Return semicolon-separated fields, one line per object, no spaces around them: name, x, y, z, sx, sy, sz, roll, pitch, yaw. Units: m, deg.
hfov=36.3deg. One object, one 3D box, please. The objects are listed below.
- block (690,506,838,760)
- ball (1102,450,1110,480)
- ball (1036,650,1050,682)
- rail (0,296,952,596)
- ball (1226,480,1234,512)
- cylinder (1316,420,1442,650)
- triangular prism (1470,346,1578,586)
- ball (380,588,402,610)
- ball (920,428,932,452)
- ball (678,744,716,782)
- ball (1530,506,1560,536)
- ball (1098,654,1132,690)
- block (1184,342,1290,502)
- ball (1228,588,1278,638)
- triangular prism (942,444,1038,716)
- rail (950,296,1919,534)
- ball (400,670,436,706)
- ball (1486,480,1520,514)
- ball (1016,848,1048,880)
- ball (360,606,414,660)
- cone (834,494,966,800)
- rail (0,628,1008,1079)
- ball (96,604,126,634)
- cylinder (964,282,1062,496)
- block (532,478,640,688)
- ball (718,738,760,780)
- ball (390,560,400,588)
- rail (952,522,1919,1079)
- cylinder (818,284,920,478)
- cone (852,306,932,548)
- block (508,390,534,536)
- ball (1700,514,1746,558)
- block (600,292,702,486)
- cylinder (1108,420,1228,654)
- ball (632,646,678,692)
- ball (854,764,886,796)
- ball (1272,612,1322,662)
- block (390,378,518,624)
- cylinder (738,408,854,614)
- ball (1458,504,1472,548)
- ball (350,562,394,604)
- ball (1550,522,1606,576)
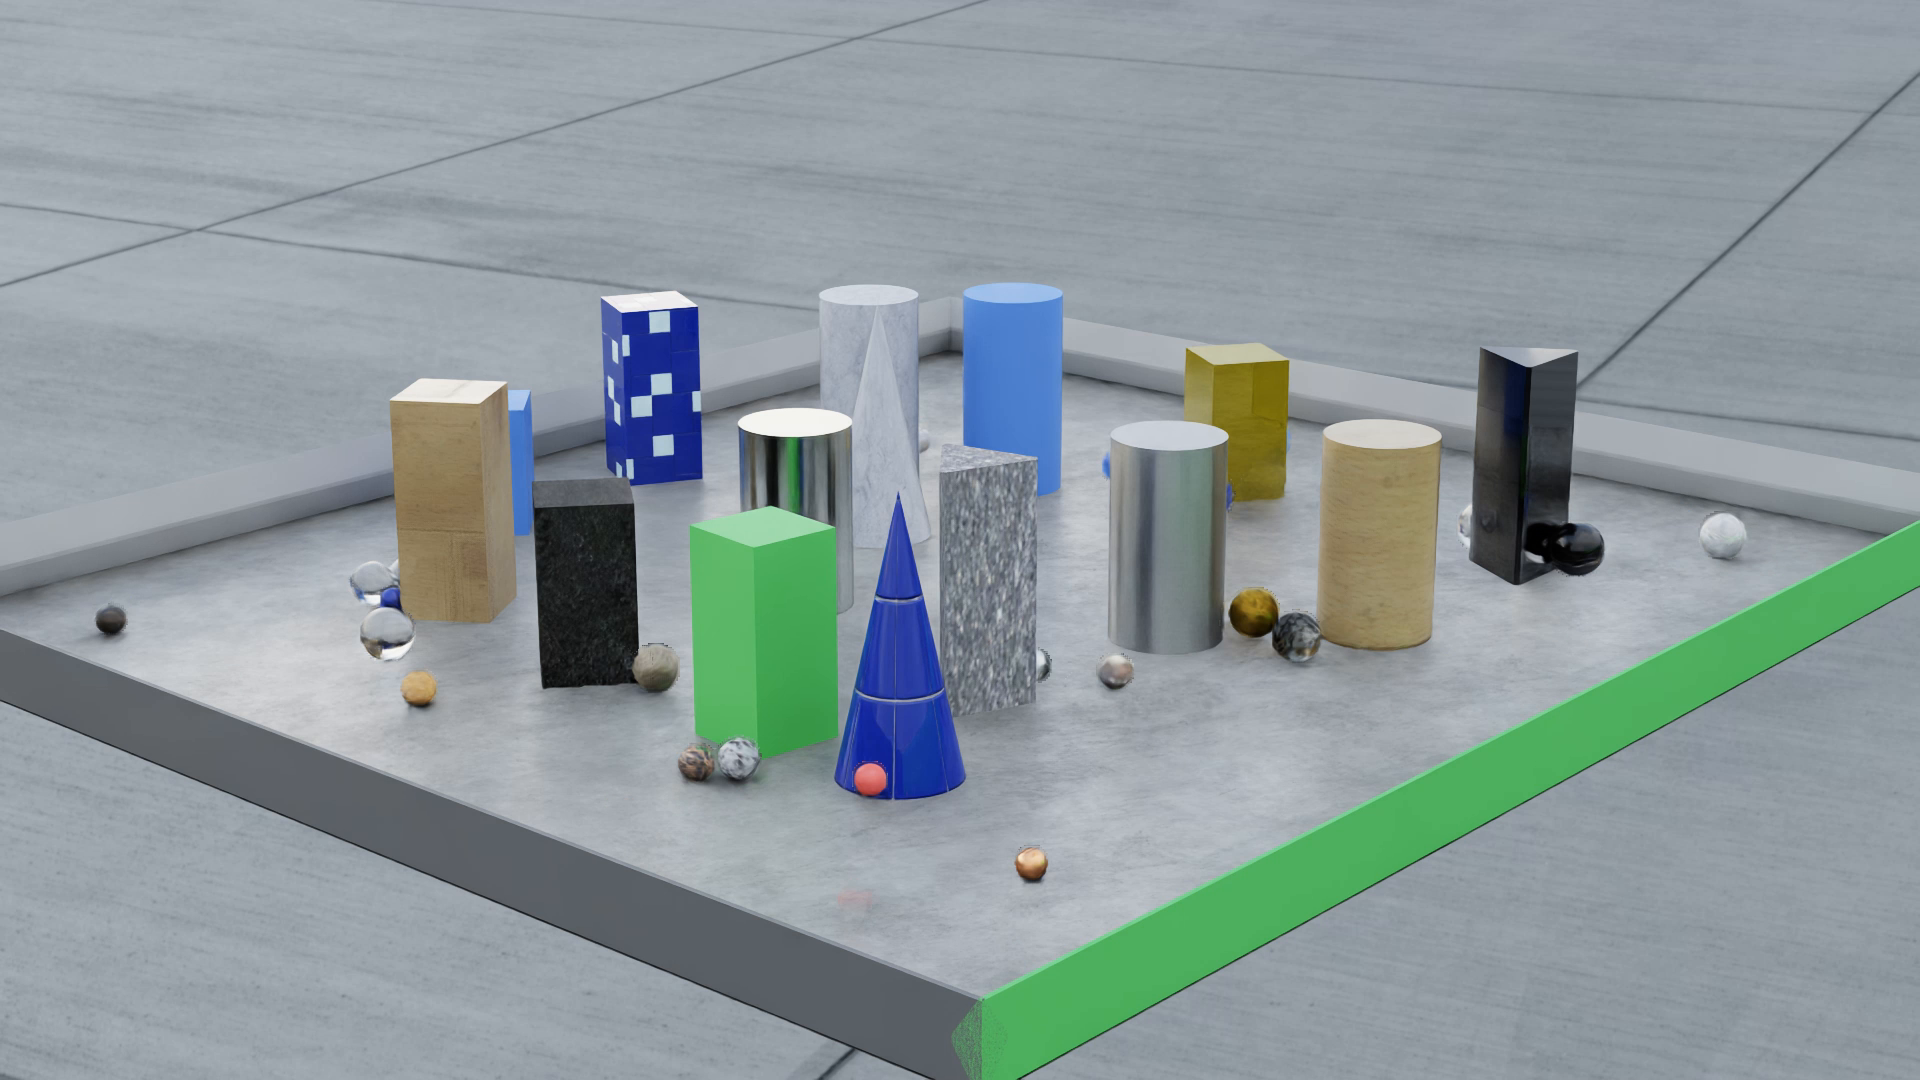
block;-0.294;0.138;4.415;0.155;0.331;0.155;-14;22;-40
ball;0.317;-0.148;5.813;0.072;0.072;0.072;0;17;0
ball;0.119;0.201;4.690;0.052;0.052;0.052;0;17;0
rail;-0.930;-0.202;5.893;0.045;0.126;2.817;14;22;39
ball;0.473;-0.086;5.569;0.093;0.093;0.093;0;17;0
cylinder;0.696;-0.010;4.883;0.194;0.345;0.194;0;17;0
triangular prism;0.982;-0.141;5.229;0.145;0.396;0.168;14;22;38
ball;-0.971;0.104;5.019;0.046;0.046;0.046;0;17;0
ball;-0.085;-0.205;6.038;0.050;0.050;0.050;0;17;0
ball;-0.384;0.325;4.276;0.054;0.054;0.054;0;17;0
ball;1.091;-0.035;5.465;0.056;0.056;0.056;0;17;0
ball;0.247;0.210;4.658;0.054;0.054;0.054;0;17;0
block;0.538;-0.230;5.730;0.155;0.276;0.155;-5;17;-15
ball;0.490;0.122;4.887;0.083;0.083;0.083;0;17;0
triangular prism;0.011;0.057;4.573;0.168;0.395;0.145;-9;19;-27
rail;0.908;-0.271;6.121;2.511;0.126;0.045;14;22;39
ball;-0.846;0.232;4.583;0.055;0.055;0.055;0;17;0
ball;1.039;-0.082;5.612;0.062;0.062;0.062;0;17;0
ball;0.096;0.434;3.932;0.044;0.044;0.044;0;17;0
ball;-0.935;0.153;4.787;0.088;0.088;0.088;0;17;0
cone;-0.088;0.138;4.236;0.194;0.435;0.194;0;17;0
rail;-0.908;0.334;4.119;2.511;0.126;0.045;14;22;39
ball;-1.425;0.133;4.920;0.050;0.050;0.050;0;17;0
cylinder;0.103;-0.295;5.753;0.194;0.387;0.194;0;17;0
block;-0.600;0.067;4.705;0.155;0.299;0.155;-3;17;-9
ball;-0.323;0.320;4.281;0.061;0.061;0.061;0;17;0
ball;-0.966;0.066;5.111;0.068;0.068;0.068;0;17;0
rail;0.930;0.265;4.347;0.045;0.126;2.817;14;22;39
cylinder;-0.178;-0.293;5.755;0.194;0.383;0.194;0;17;0
cone;-0.150;-0.225;5.427;0.194;0.443;0.194;0;17;0
block;-0.887;-0.145;5.512;0.155;0.241;0.155;-1;17;-3
ball;1.387;-0.007;5.327;0.082;0.082;0.082;0;17;0
block;-0.614;-0.303;5.844;0.155;0.351;0.155;-7;18;-21
cylinder;0.344;-0.006;4.864;0.194;0.348;0.194;0;17;0
ball;-0.482;0.204;4.646;0.073;0.073;0.073;0;17;0
ball;-0.128;0.343;4.187;0.047;0.047;0.047;0;17;0
ball;0.549;0.158;4.780;0.081;0.081;0.081;0;17;0
block;-0.863;-0.068;5.007;0.155;0.384;0.155;3;17;9
cylinder;-0.281;-0.046;5.038;0.194;0.323;0.194;0;17;0
ball;0.959;-0.025;5.367;0.094;0.094;0.094;0;17;0
ball;-1.013;0.075;5.055;0.075;0.075;0.075;0;17;0
ball;1.099;0.015;5.216;0.097;0.097;0.097;0;17;0
